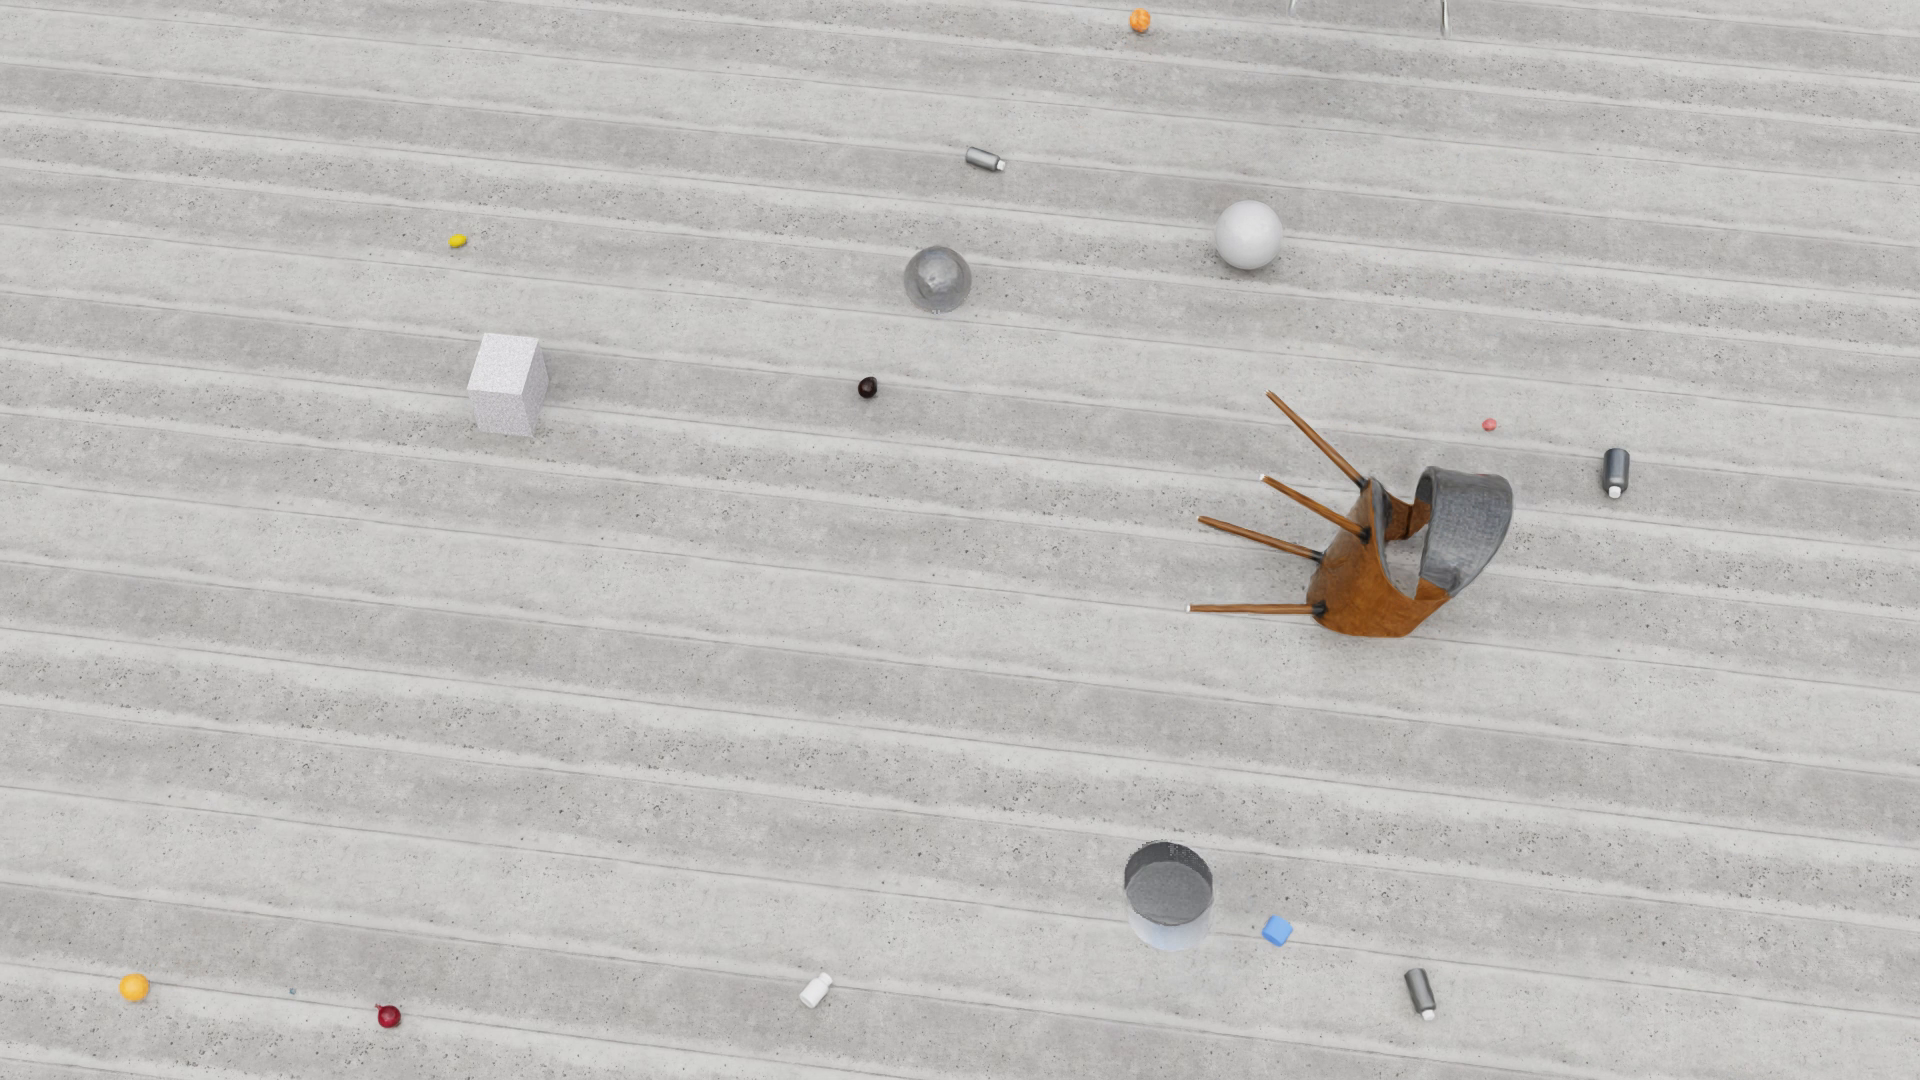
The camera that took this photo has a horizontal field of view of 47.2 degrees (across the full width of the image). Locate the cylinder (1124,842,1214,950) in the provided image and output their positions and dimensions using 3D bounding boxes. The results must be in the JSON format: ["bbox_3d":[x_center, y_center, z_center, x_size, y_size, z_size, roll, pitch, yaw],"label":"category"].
[{"bbox_3d":[0.552,0.943,5.810,0.240,0.196,0.221,30,66,22],"label":"cylinder"}]

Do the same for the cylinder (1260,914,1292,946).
[{"bbox_3d":[0.843,1.040,5.853,0.066,0.038,0.061,39,52,11],"label":"cylinder"}]

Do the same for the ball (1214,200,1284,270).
[{"bbox_3d":[0.932,-0.985,7.101,0.223,0.223,0.223,0,56,0],"label":"ball"}]

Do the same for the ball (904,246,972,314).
[{"bbox_3d":[-0.071,-0.827,6.998,0.217,0.217,0.217,0,56,0],"label":"ball"}]

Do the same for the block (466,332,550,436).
[{"bbox_3d":[-1.388,-0.476,6.765,0.168,0.213,0.219,6,56,4],"label":"block"}]
